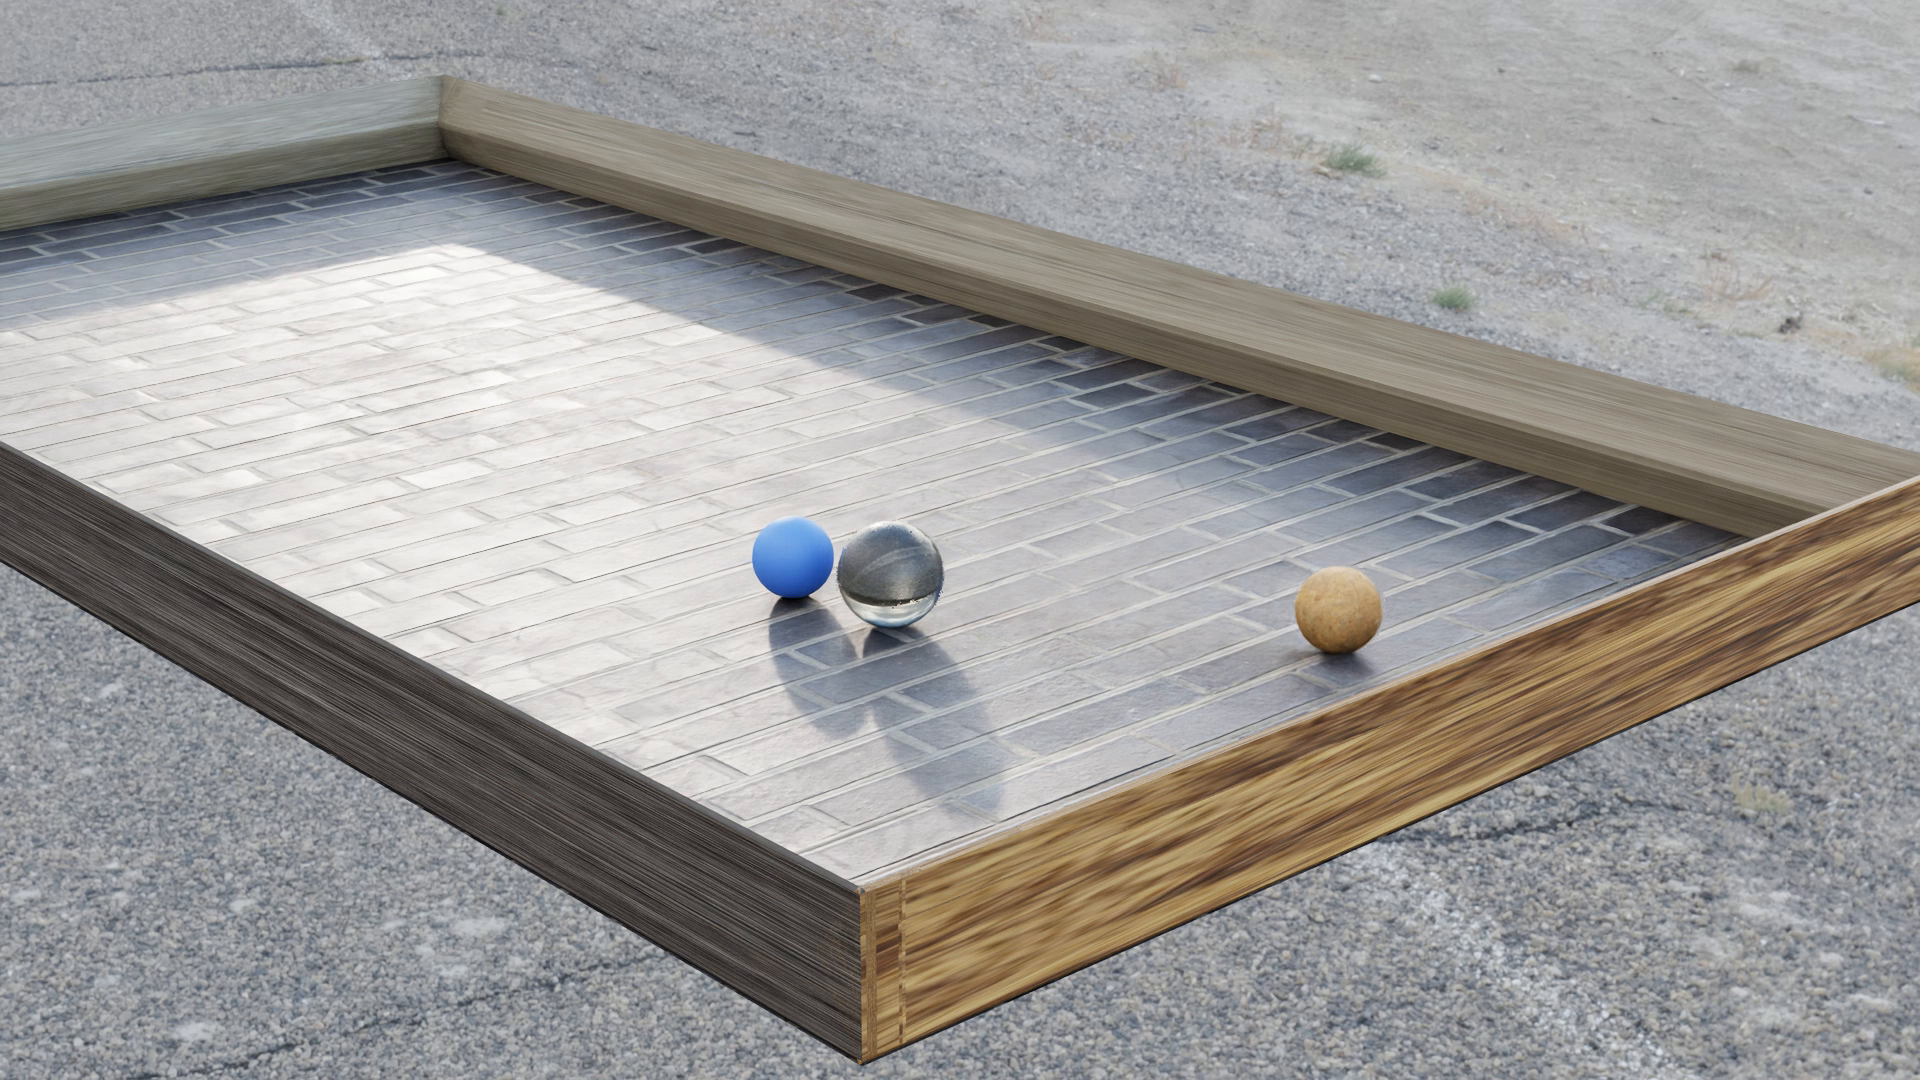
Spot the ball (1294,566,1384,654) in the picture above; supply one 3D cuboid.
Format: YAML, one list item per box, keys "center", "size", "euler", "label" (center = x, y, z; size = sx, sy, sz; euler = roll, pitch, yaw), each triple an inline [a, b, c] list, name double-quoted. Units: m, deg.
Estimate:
- center: [0.339, 0.062, 2.630]
  size: [0.079, 0.079, 0.079]
  euler: [0, 20, 0]
  label: "ball"

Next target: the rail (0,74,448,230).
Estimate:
- center: [-1.280, -0.506, 4.145]
  size: [1.332, 0.128, 0.045]
  euler: [-17, 26, -39]
  label: "rail"

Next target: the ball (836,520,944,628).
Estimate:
- center: [-0.063, 0.032, 2.687]
  size: [0.098, 0.098, 0.098]
  euler: [0, 20, 0]
  label: "ball"

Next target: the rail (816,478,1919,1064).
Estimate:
- center: [0.416, 0.132, 2.358]
  size: [1.332, 0.128, 0.045]
  euler: [-17, 26, -39]
  label: "rail"

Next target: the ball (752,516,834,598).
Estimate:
- center: [-0.157, 0.016, 2.761]
  size: [0.078, 0.078, 0.078]
  euler: [0, 20, 0]
  label: "ball"

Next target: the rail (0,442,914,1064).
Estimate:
- center: [-0.911, -0.043, 2.848]
  size: [0.045, 0.128, 2.591]
  euler: [-17, 26, -39]
  label: "rail"

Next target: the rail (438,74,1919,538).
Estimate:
- center: [0.047, -0.331, 3.655]
  size: [0.045, 0.128, 2.591]
  euler: [-17, 26, -39]
  label: "rail"

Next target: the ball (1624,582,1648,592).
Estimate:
- center: [0.612, 0.075, 2.599]
  size: [0.076, 0.076, 0.076]
  euler: [0, 20, 0]
  label: "ball"
